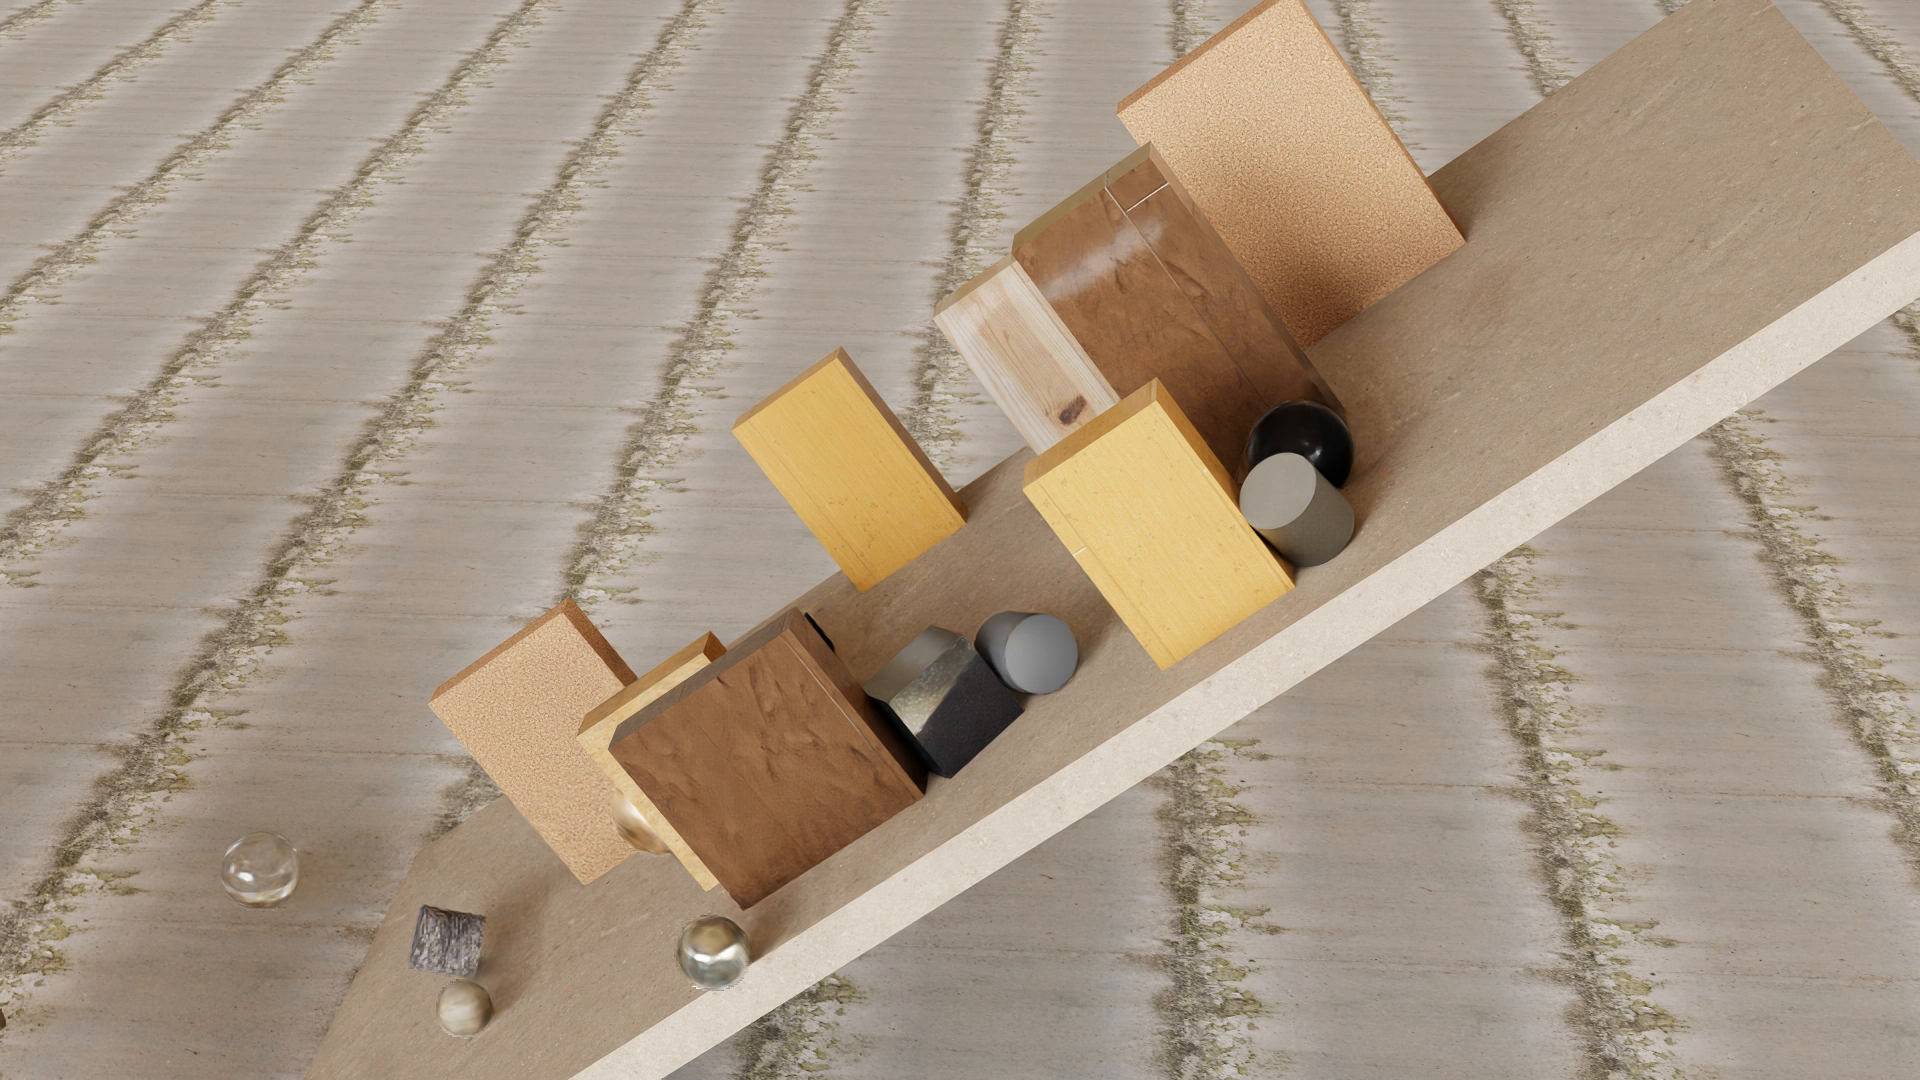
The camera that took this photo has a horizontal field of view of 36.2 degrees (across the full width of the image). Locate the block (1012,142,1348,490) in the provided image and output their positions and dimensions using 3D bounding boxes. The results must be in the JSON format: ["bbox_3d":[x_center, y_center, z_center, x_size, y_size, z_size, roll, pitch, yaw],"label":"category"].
[{"bbox_3d":[0.439,-0.413,5.841,0.330,0.682,0.130,-34,16,16],"label":"block"}]

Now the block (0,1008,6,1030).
[{"bbox_3d":[-2.366,1.136,7.004,0.115,0.115,0.115,-17,8,12],"label":"block"}]

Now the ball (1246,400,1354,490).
[{"bbox_3d":[0.644,-0.165,5.576,0.203,0.203,0.203,0,22,0],"label":"ball"}]

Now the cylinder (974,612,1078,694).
[{"bbox_3d":[0.127,0.218,5.731,0.154,0.154,0.154,-10,5,-22],"label":"cylinder"}]

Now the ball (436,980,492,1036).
[{"bbox_3d":[-1.048,0.991,6.223,0.115,0.115,0.115,0,22,0],"label":"ball"}]

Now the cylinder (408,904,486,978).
[{"bbox_3d":[-1.139,0.892,6.536,0.138,0.138,0.138,16,18,-18],"label":"cylinder"}]

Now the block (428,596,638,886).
[{"bbox_3d":[-0.846,0.449,6.505,0.386,0.547,0.087,-34,16,16],"label":"block"}]

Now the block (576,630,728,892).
[{"bbox_3d":[-0.511,0.451,5.979,0.329,0.426,0.109,-34,16,16],"label":"block"}]

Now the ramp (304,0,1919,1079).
[{"bbox_3d":[0.132,0.177,6.316,4.000,0.100,2.000,-34,16,16],"label":"ramp"}]

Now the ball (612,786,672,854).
[{"bbox_3d":[-0.651,0.577,6.354,0.202,0.202,0.202,0,22,0],"label":"ball"}]

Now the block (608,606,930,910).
[{"bbox_3d":[-0.370,0.429,5.721,0.446,0.430,0.110,-34,16,16],"label":"block"}]

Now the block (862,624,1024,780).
[{"bbox_3d":[-0.039,0.314,5.742,0.199,0.199,0.199,-41,16,-12],"label":"block"}]

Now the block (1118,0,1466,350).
[{"bbox_3d":[0.715,-0.792,6.340,0.447,0.665,0.106,-34,16,16],"label":"block"}]

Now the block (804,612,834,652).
[{"bbox_3d":[-0.369,0.256,6.822,0.107,0.107,0.107,-34,16,14],"label":"block"}]

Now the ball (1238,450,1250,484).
[{"bbox_3d":[0.605,-0.140,5.746,0.121,0.121,0.121,0,22,0],"label":"ball"}]

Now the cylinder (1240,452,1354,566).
[{"bbox_3d":[0.609,-0.054,5.317,0.155,0.155,0.155,22,-12,43],"label":"cylinder"}]

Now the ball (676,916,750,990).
[{"bbox_3d":[-0.461,0.771,5.502,0.137,0.137,0.137,0,22,0],"label":"ball"}]

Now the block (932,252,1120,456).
[{"bbox_3d":[0.199,-0.401,6.691,0.272,0.498,0.111,-34,16,16],"label":"block"}]

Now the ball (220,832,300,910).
[{"bbox_3d":[-1.817,0.858,7.639,0.203,0.203,0.203,0,22,0],"label":"ball"}]

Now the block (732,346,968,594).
[{"bbox_3d":[-0.259,-0.164,7.018,0.316,0.510,0.090,-34,16,16],"label":"block"}]

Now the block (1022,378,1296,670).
[{"bbox_3d":[0.364,-0.027,5.366,0.295,0.438,0.129,-34,16,16],"label":"block"}]
